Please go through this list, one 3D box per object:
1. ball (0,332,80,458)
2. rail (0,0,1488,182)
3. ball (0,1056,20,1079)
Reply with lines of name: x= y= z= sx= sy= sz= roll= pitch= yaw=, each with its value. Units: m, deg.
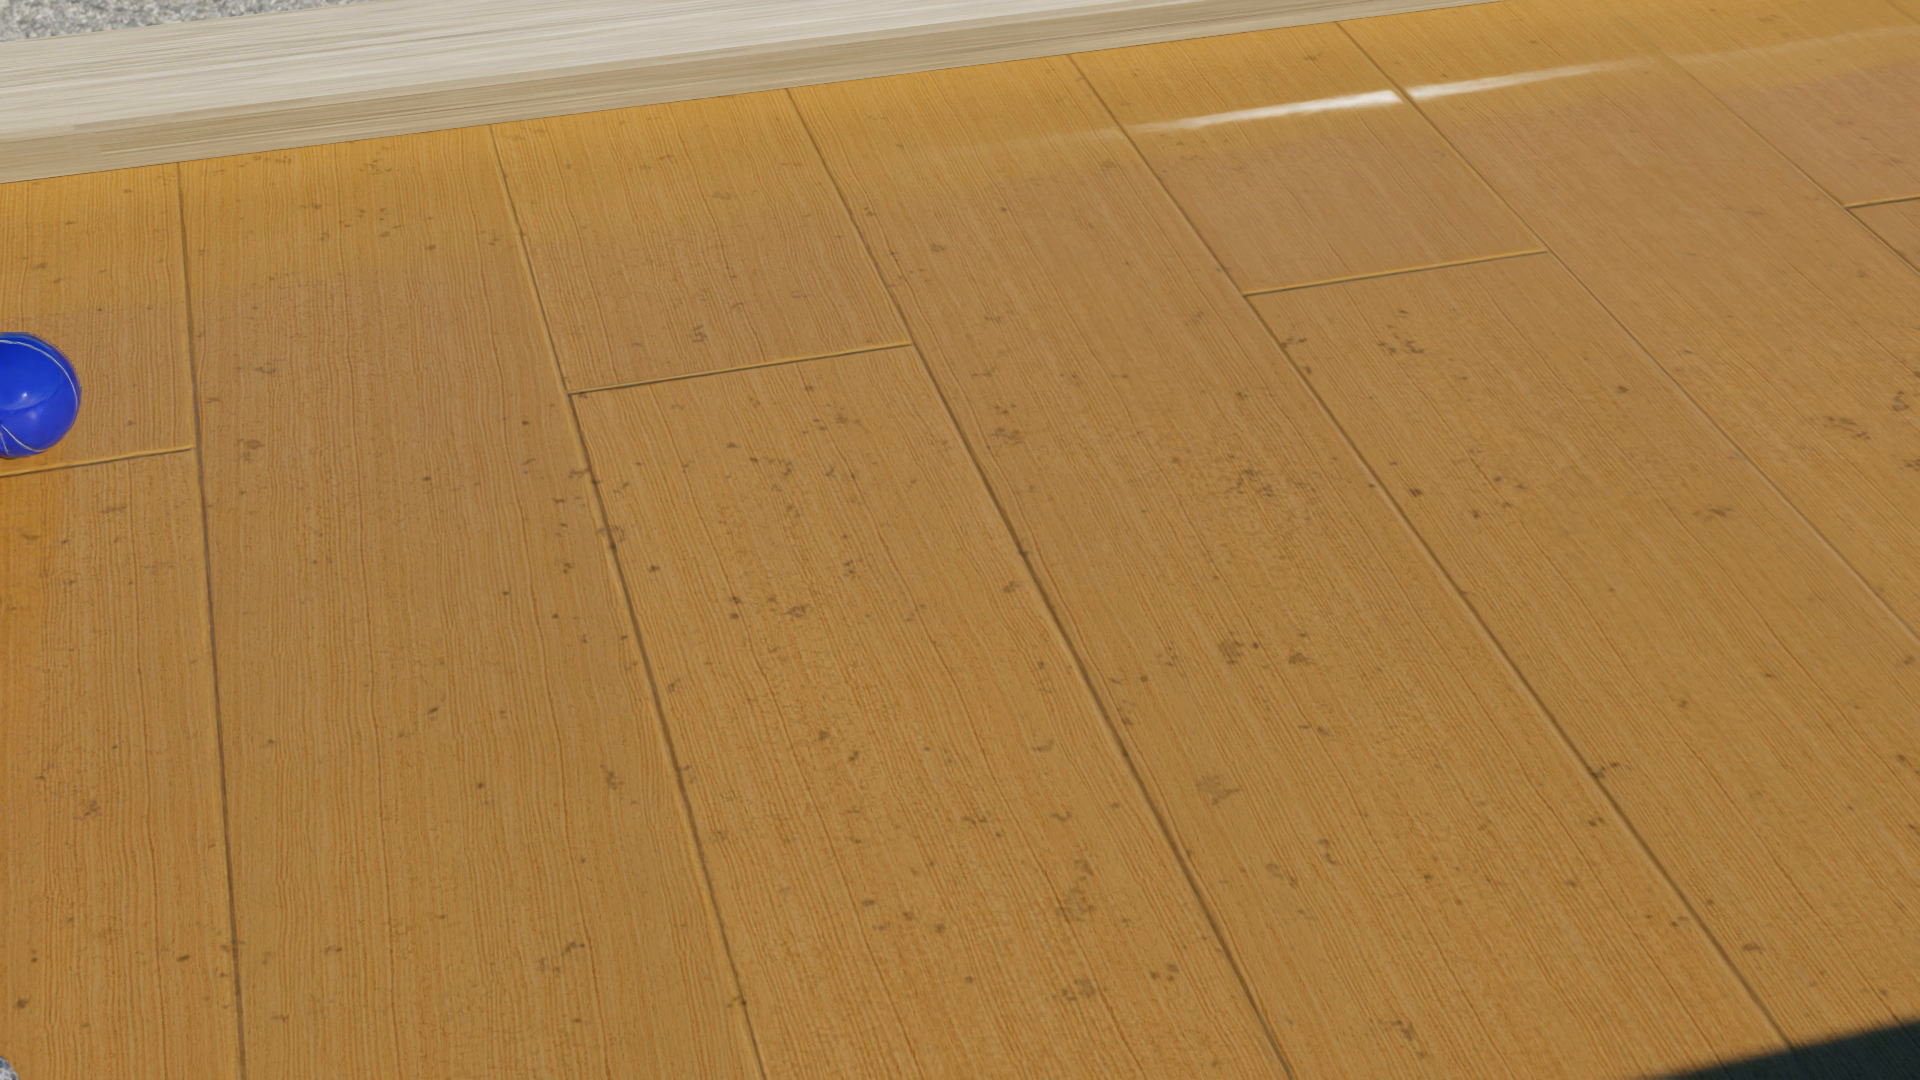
ball: x=-0.629 y=-0.096 z=1.705 sx=0.083 sy=0.083 sz=0.083 roll=0 pitch=36 yaw=0
rail: x=0.470 y=-0.519 z=2.263 sx=2.726 sy=0.116 sz=0.045 roll=-9 pitch=37 yaw=-13
ball: x=-0.477 y=0.273 z=1.186 sx=0.090 sy=0.090 sz=0.090 roll=0 pitch=36 yaw=0
